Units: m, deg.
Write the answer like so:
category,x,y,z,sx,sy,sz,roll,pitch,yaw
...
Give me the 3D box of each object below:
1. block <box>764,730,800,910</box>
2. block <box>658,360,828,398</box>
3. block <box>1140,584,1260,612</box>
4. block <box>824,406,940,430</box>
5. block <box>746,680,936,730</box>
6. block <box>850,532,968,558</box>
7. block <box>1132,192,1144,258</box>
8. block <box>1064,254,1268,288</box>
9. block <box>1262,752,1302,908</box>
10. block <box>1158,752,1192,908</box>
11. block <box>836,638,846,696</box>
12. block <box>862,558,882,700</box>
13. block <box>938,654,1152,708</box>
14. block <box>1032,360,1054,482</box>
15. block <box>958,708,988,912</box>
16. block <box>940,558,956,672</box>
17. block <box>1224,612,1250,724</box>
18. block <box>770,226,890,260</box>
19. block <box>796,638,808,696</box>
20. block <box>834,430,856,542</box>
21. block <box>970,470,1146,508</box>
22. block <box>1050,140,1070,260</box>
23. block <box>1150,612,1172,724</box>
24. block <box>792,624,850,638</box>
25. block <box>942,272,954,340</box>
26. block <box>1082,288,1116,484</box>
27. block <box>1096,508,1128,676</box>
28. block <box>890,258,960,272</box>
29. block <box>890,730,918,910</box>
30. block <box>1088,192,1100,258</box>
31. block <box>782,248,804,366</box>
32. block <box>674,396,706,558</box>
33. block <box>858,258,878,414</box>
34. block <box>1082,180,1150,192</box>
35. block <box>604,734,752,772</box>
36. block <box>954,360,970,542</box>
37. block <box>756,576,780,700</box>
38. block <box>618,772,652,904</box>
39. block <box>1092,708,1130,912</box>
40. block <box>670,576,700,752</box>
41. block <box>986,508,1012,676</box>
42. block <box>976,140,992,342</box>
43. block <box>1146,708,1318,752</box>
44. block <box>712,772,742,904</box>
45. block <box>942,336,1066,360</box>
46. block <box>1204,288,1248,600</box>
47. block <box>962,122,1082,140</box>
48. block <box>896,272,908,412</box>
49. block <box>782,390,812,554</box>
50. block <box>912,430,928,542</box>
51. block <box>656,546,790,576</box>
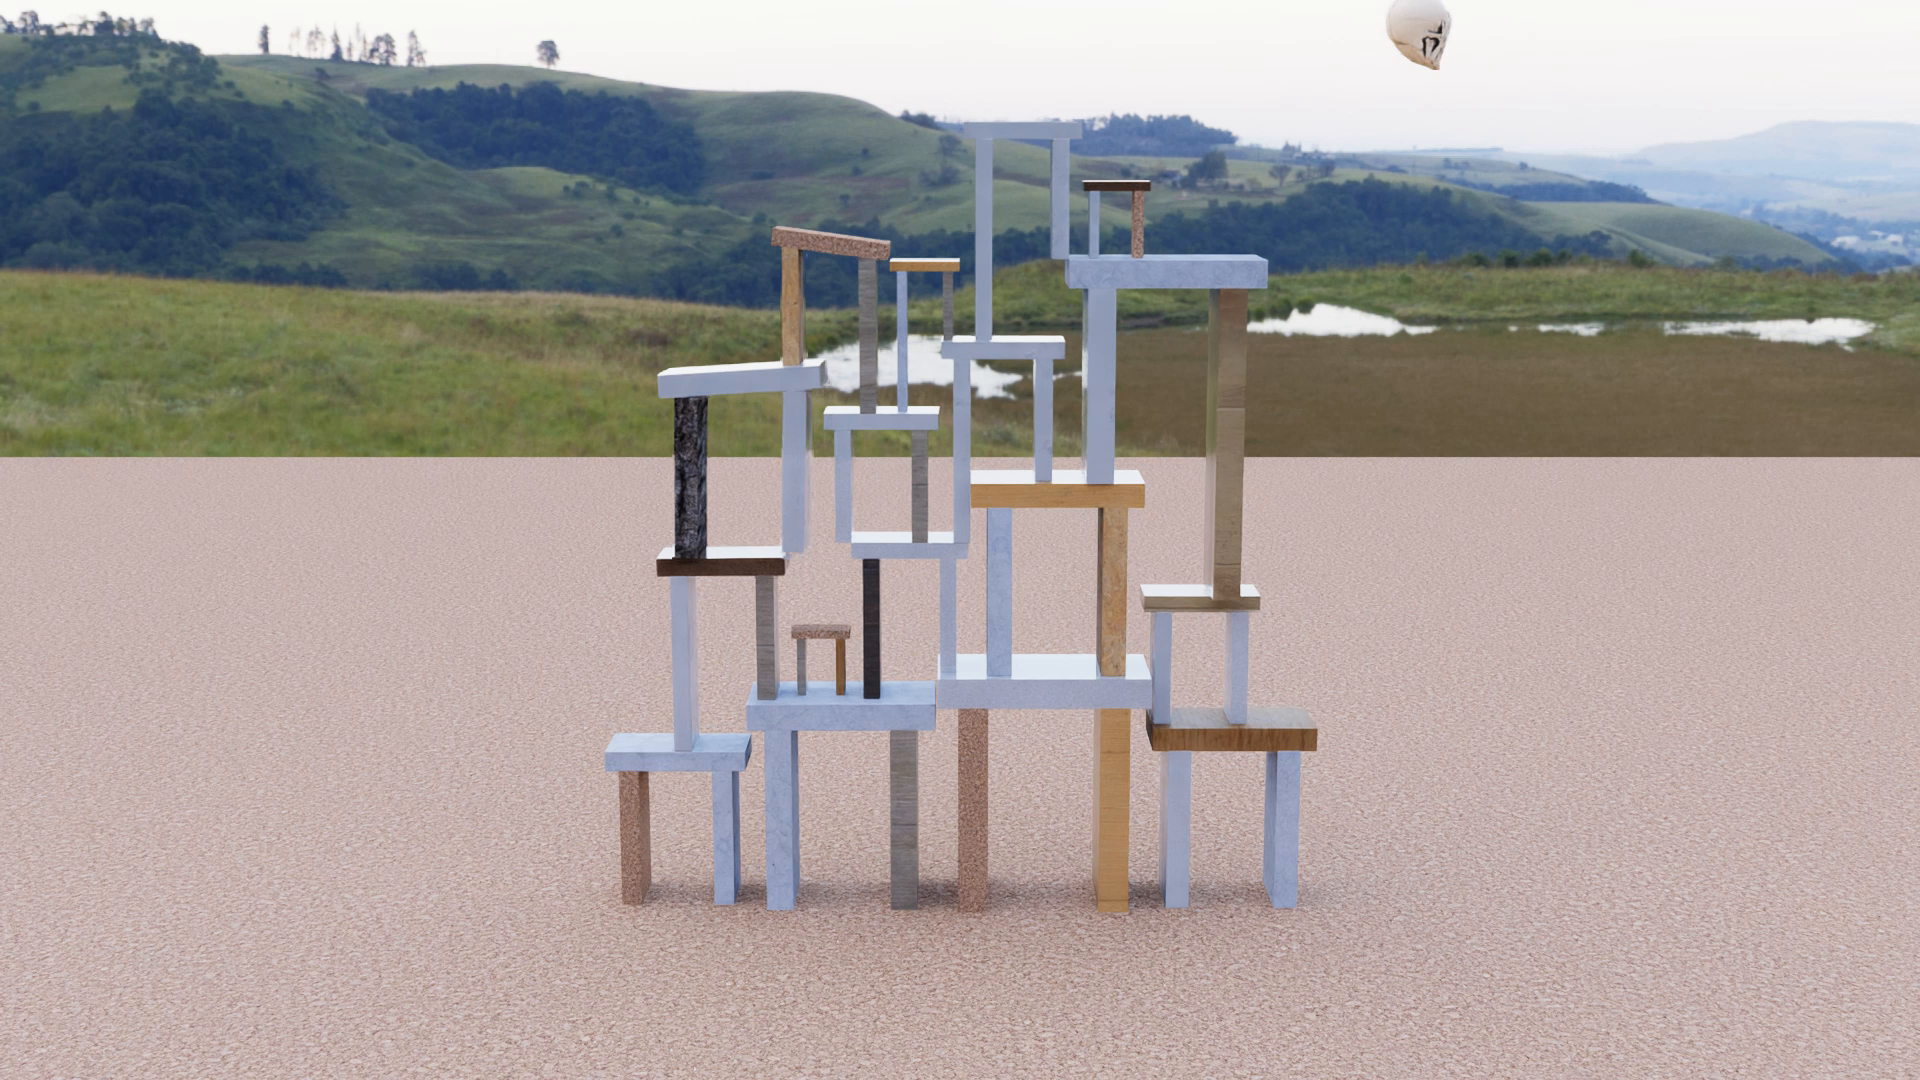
category,x,y,z,sx,sy,sz,roll,pitch,yaw
block,-0.294,0.441,3.638,0.043,0.303,0.152,0,11,0
block,-0.345,-0.258,3.510,0.256,0.036,0.128,-3,9,2
block,0.390,0.095,3.582,0.186,0.026,0.093,0,11,0
block,-0.125,-0.196,3.523,0.182,0.026,0.091,0,11,1
block,-0.192,0.271,3.606,0.303,0.043,0.152,0,11,-1
block,-0.081,0.008,3.563,0.187,0.027,0.094,0,11,0
block,0.280,-0.498,3.466,0.015,0.104,0.052,0,11,0
block,0.323,-0.425,3.480,0.307,0.043,0.153,0,11,0
block,0.532,0.460,3.642,0.038,0.266,0.133,0,11,0
block,0.356,0.460,3.642,0.038,0.266,0.133,0,11,0
block,-0.195,0.202,3.600,0.013,0.095,0.047,0,11,-1
block,-0.143,0.135,3.586,0.027,0.231,0.094,0,11,-1
block,0.135,0.231,3.598,0.342,0.048,0.171,0,11,0
block,0.133,-0.198,3.524,0.028,0.194,0.097,0,11,0
block,0.021,0.423,3.634,0.048,0.342,0.171,0,11,0
block,-0.019,0.114,3.583,0.027,0.187,0.094,0,11,0
block,0.452,0.200,3.601,0.026,0.186,0.093,0,11,0
block,-0.203,-0.469,3.470,0.183,0.026,0.091,8,11,-1
block,-0.258,0.202,3.599,0.013,0.094,0.047,0,11,-1
block,-0.186,-0.094,3.543,0.026,0.182,0.091,0,11,1
block,0.155,-0.083,3.542,0.274,0.039,0.137,0,11,0
block,0.157,-0.538,3.463,0.026,0.184,0.092,0,11,0
block,0.328,0.199,3.601,0.026,0.186,0.093,0,11,0
block,-0.227,0.149,3.590,0.095,0.013,0.047,0,11,0
block,-0.018,-0.374,3.484,0.015,0.109,0.054,0,13,1
block,0.221,-0.253,3.513,0.043,0.307,0.153,0,11,0
block,0.246,0.072,3.571,0.039,0.275,0.137,0,11,0
block,-0.054,-0.435,3.472,0.109,0.015,0.054,1,12,3
block,-0.091,0.441,3.638,0.043,0.303,0.152,0,11,0
block,0.211,-0.498,3.466,0.015,0.104,0.052,0,11,0
block,-0.264,-0.372,3.487,0.026,0.183,0.091,1,10,2
block,-0.432,-0.107,3.535,0.036,0.256,0.128,1,9,0
block,-0.145,-0.327,3.497,0.026,0.242,0.091,0,11,1
block,0.245,-0.556,3.456,0.104,0.015,0.052,0,11,0
block,-0.463,0.350,3.627,0.228,0.032,0.114,0,11,0
block,0.003,-0.149,3.532,0.028,0.294,0.097,0,11,0
block,-0.313,0.150,3.580,0.029,0.204,0.102,0,11,-1
block,-0.539,0.478,3.651,0.032,0.228,0.114,0,11,0
block,0.249,0.423,3.634,0.048,0.342,0.171,0,11,0
block,-0.450,0.191,3.595,0.029,0.291,0.102,0,11,0
block,0.063,0.072,3.571,0.039,0.275,0.137,0,11,0
block,0.038,-0.475,3.472,0.026,0.313,0.092,0,11,0
block,0.444,0.311,3.615,0.266,0.038,0.133,0,11,0
block,-0.387,0.478,3.651,0.032,0.228,0.114,0,11,0
block,0.068,-0.307,3.502,0.194,0.028,0.097,0,11,1
block,0.425,-0.160,3.530,0.043,0.495,0.153,0,11,0
block,0.097,-0.642,3.445,0.184,0.026,0.092,0,11,0
block,-0.091,-0.317,3.497,0.015,0.223,0.054,0,11,1
block,-0.261,-0.116,3.533,0.036,0.256,0.128,1,10,1
block,-0.064,-0.094,3.543,0.026,0.182,0.091,0,11,0
block,-0.382,0.035,3.557,0.204,0.029,0.102,-1,10,0
